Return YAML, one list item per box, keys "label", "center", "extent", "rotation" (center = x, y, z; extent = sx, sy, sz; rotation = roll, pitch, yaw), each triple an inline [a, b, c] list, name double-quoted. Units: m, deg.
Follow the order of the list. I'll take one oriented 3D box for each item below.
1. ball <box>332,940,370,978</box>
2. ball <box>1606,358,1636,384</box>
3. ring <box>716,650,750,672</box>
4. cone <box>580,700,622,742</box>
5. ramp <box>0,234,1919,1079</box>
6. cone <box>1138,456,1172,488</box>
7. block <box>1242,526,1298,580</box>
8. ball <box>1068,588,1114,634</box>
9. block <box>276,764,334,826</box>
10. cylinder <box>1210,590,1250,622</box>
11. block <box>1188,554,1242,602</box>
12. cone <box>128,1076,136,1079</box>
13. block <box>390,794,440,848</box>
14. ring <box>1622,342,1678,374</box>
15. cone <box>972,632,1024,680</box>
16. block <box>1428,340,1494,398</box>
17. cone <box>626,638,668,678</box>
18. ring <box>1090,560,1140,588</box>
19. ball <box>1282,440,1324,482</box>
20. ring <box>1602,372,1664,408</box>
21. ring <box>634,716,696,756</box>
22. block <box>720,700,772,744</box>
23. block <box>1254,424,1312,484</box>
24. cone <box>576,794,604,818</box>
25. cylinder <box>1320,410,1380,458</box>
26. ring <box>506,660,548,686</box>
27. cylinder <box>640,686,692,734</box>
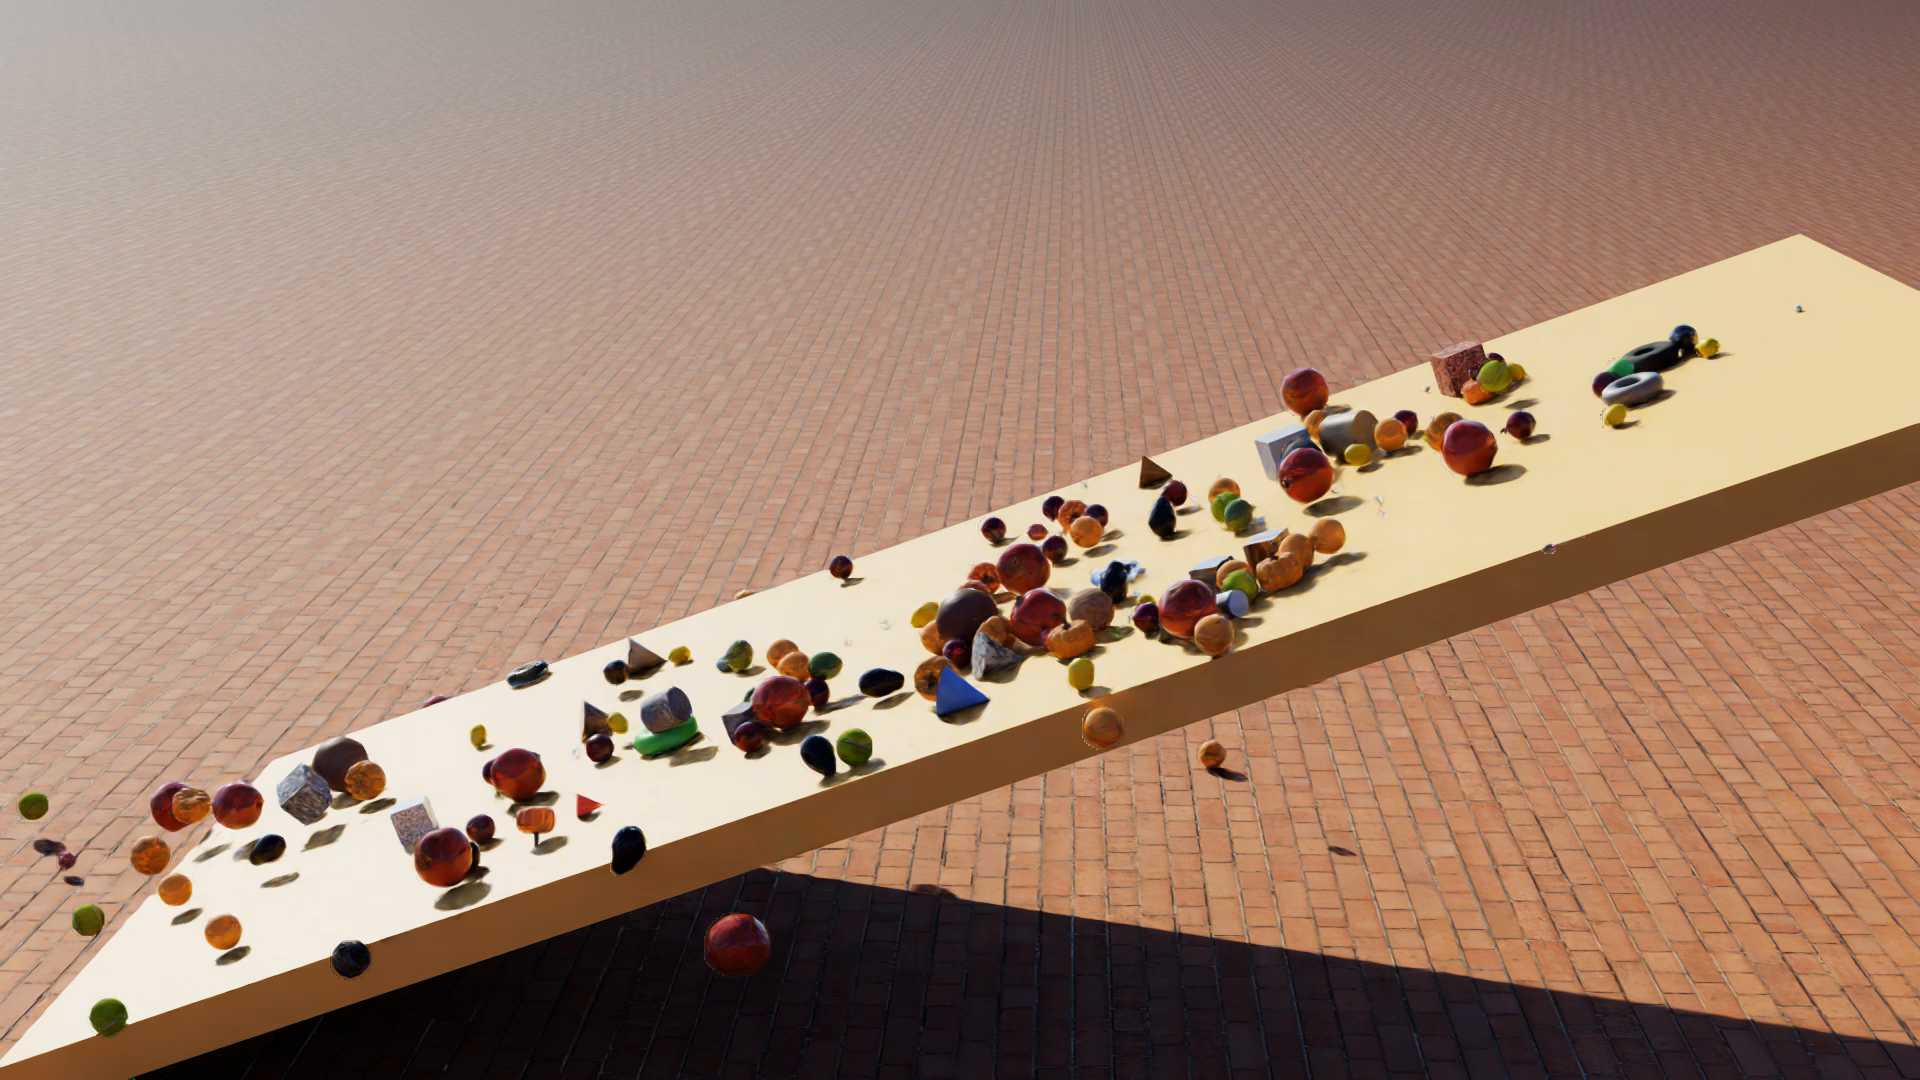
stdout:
- label: "ball"
  center: [-1.119, 0.768, 5.402]
  extent: [0.070, 0.070, 0.070]
  rotation: [0, 13, 0]
- label: "ball"
  center: [1.383, -0.347, 6.149]
  extent: [0.063, 0.063, 0.063]
  rotation: [0, 13, 0]
- label: "ring"
  center: [-0.511, 0.272, 6.621]
  extent: [0.079, 0.026, 0.079]
  rotation: [-20, 12, 4]
- label: "cone"
  center: [-0.783, 0.399, 6.451]
  extent: [0.091, 0.091, 0.091]
  rotation: [5, 11, -13]
- label: "ramp"
  center: [0.113, 0.178, 6.300]
  extent: [4.000, 0.100, 2.000]
  rotation: [-19, 11, 6]
- label: "cone"
  center: [0.465, -0.156, 6.922]
  extent: [0.079, 0.079, 0.079]
  rotation: [8, 13, 3]
- label: "block"
  center: [0.604, 0.026, 5.722]
  extent: [0.071, 0.071, 0.071]
  rotation: [-13, 13, 32]
- label: "ball"
  center: [0.258, 0.138, 5.745]
  extent: [0.090, 0.090, 0.090]
  rotation: [0, 13, 0]
- label: "block"
  center: [-1.451, 0.563, 6.510]
  extent: [0.082, 0.082, 0.082]
  rotation: [-42, 35, 6]
- label: "cylinder"
  center: [0.501, 0.122, 5.468]
  extent: [0.053, 0.053, 0.053]
  rotation: [-9, -6, -36]
- label: "block"
  center: [0.495, 0.074, 5.698]
  extent: [0.065, 0.065, 0.065]
  rotation: [-10, 15, 42]
- label: "cone"
  center: [-1.623, 1.055, 5.630]
  extent: [0.070, 0.070, 0.070]
  rotation: [-24, 0, 28]
- label: "block"
  center: [-1.133, 0.582, 6.108]
  extent: [0.074, 0.074, 0.074]
  rotation: [-20, 11, -1]
- label: "ring"
  center: [1.465, -0.387, 6.253]
  extent: [0.125, 0.042, 0.125]
  rotation: [-20, 12, 4]
- label: "cone"
  center: [0.081, 0.229, 5.740]
  extent: [0.095, 0.095, 0.095]
  rotation: [5, 11, -16]
- label: "block"
  center: [1.140, -0.388, 6.688]
  extent: [0.096, 0.096, 0.096]
  rotation: [-22, 11, -8]
- label: "cone"
  center: [-0.736, 0.281, 6.926]
  extent: [0.095, 0.095, 0.095]
  rotation: [5, 12, -10]
- label: "ring"
  center: [0.322, 0.070, 6.096]
  extent: [0.109, 0.036, 0.109]
  rotation: [-18, 11, 4]
- label: "ball"
  center: [0.743, -0.173, 6.372]
  extent: [0.090, 0.090, 0.090]
  rotation: [0, 13, 0]
- label: "ring"
  center: [1.377, -0.306, 6.020]
  extent: [0.130, 0.043, 0.130]
  rotation: [-20, 12, 5]
- label: "ring"
  center: [-0.612, 0.404, 6.116]
  extent: [0.140, 0.047, 0.140]
  rotation: [-21, 12, 5]
- label: "block"
  center: [-0.429, 0.367, 5.926]
  extent: [0.063, 0.063, 0.063]
  rotation: [-10, 15, 42]
- label: "block"
  center: [0.721, -0.190, 6.476]
  extent: [0.096, 0.096, 0.096]
  rotation: [-22, 11, -9]
- label: "cone"
  center: [-0.727, 0.523, 5.791]
  extent: [0.052, 0.052, 0.052]
  rotation: [-2, 13, -14]
- label: "cylinder"
  center: [0.854, -0.232, 6.446]
  extent: [0.095, 0.095, 0.095]
  rotation: [-9, 3, 45]
- label: "ring"
  center: [-1.073, 0.332, 7.295]
  extent: [0.109, 0.036, 0.109]
  rotation: [-21, 11, 4]
- label: "cylinder"
  center: [-0.604, 0.349, 6.034]
  extent: [0.075, 0.075, 0.075]
  rotation: [-26, -1, 30]
